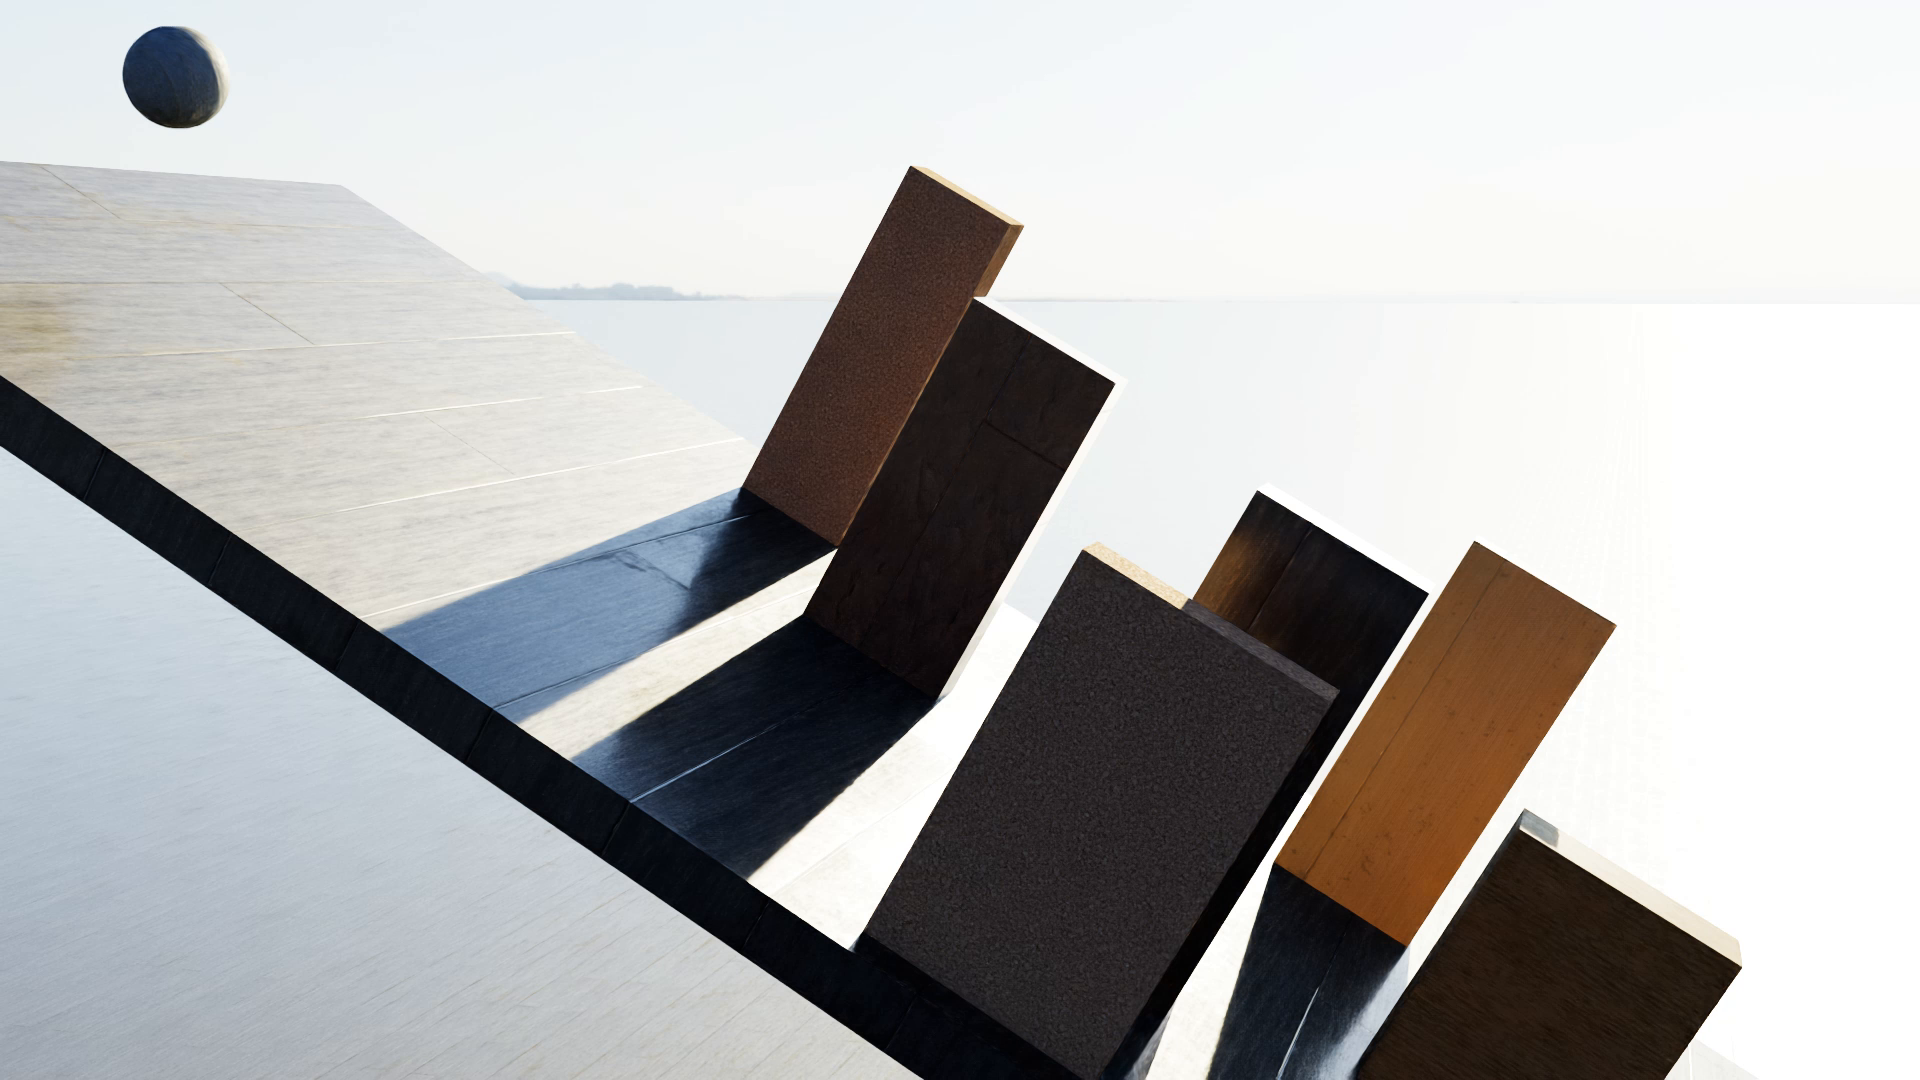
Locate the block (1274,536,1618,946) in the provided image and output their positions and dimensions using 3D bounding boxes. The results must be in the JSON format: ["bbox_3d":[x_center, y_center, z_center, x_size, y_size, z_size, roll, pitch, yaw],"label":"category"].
[{"bbox_3d":[0.942,0.394,4.294,0.308,0.756,0.088,32,15,11],"label":"block"}]

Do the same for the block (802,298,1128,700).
[{"bbox_3d":[0.005,-0.078,4.222,0.316,0.707,0.102,32,15,11],"label":"block"}]

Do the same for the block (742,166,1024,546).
[{"bbox_3d":[-0.171,-0.398,4.793,0.255,0.799,0.116,32,15,11],"label":"block"}]

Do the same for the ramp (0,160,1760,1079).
[{"bbox_3d":[-0.191,0.316,4.132,4.000,0.100,2.000,32,15,11],"label":"ramp"}]

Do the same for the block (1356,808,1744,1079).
[{"bbox_3d":[0.952,0.762,3.571,0.393,0.501,0.147,32,15,11],"label":"block"}]

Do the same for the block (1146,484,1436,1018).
[{"bbox_3d":[0.398,0.329,3.414,0.297,0.789,0.103,32,15,11],"label":"block"}]

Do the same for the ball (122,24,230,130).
[{"bbox_3d":[-1.559,-0.921,4.376,0.203,0.203,0.203,0,7,0],"label":"ball"}]

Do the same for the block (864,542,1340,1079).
[{"bbox_3d":[0.191,0.386,3.100,0.395,0.653,0.090,32,15,11],"label":"block"}]
